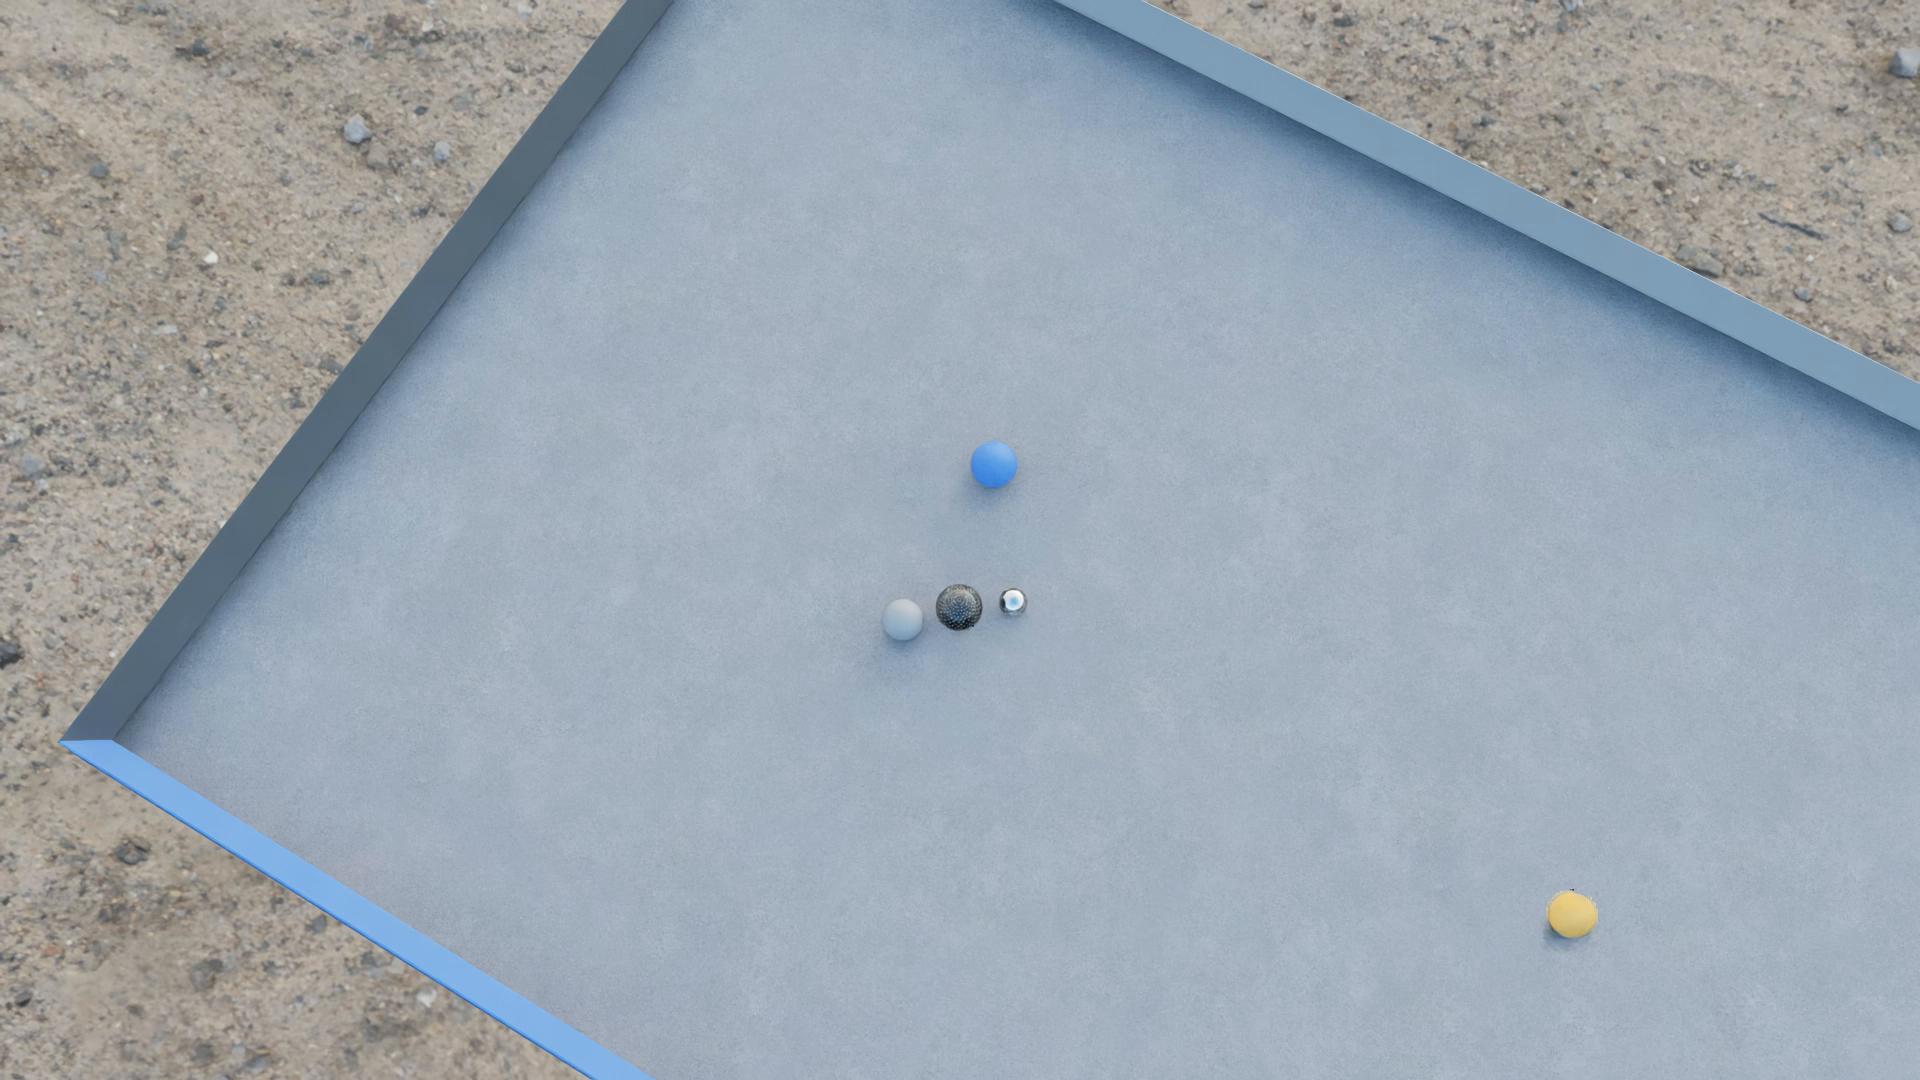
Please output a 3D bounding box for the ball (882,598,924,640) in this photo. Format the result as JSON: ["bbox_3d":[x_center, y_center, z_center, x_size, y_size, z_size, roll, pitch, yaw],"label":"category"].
[{"bbox_3d":[-0.089,0.124,3.420,0.065,0.065,0.065,0,69,0],"label":"ball"}]

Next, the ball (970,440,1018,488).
[{"bbox_3d":[0.054,-0.121,3.509,0.075,0.075,0.075,0,69,0],"label":"ball"}]

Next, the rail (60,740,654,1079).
[{"bbox_3d":[0.352,1.235,2.974,3.926,0.097,0.045,29,72,11],"label":"rail"}]

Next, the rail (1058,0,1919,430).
[{"bbox_3d":[1.336,-0.312,3.570,3.926,0.097,0.045,29,72,11],"label":"rail"}]

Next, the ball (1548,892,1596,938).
[{"bbox_3d":[0.906,0.555,3.253,0.067,0.067,0.067,0,69,0],"label":"ball"}]

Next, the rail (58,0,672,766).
[{"bbox_3d":[-0.824,-0.462,3.628,0.045,0.097,1.974,29,72,11],"label":"rail"}]

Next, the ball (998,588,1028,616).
[{"bbox_3d":[0.083,0.097,3.441,0.046,0.046,0.046,0,69,0],"label":"ball"}]

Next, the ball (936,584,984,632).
[{"bbox_3d":[-0.001,0.105,3.423,0.074,0.074,0.074,0,69,0],"label":"ball"}]
